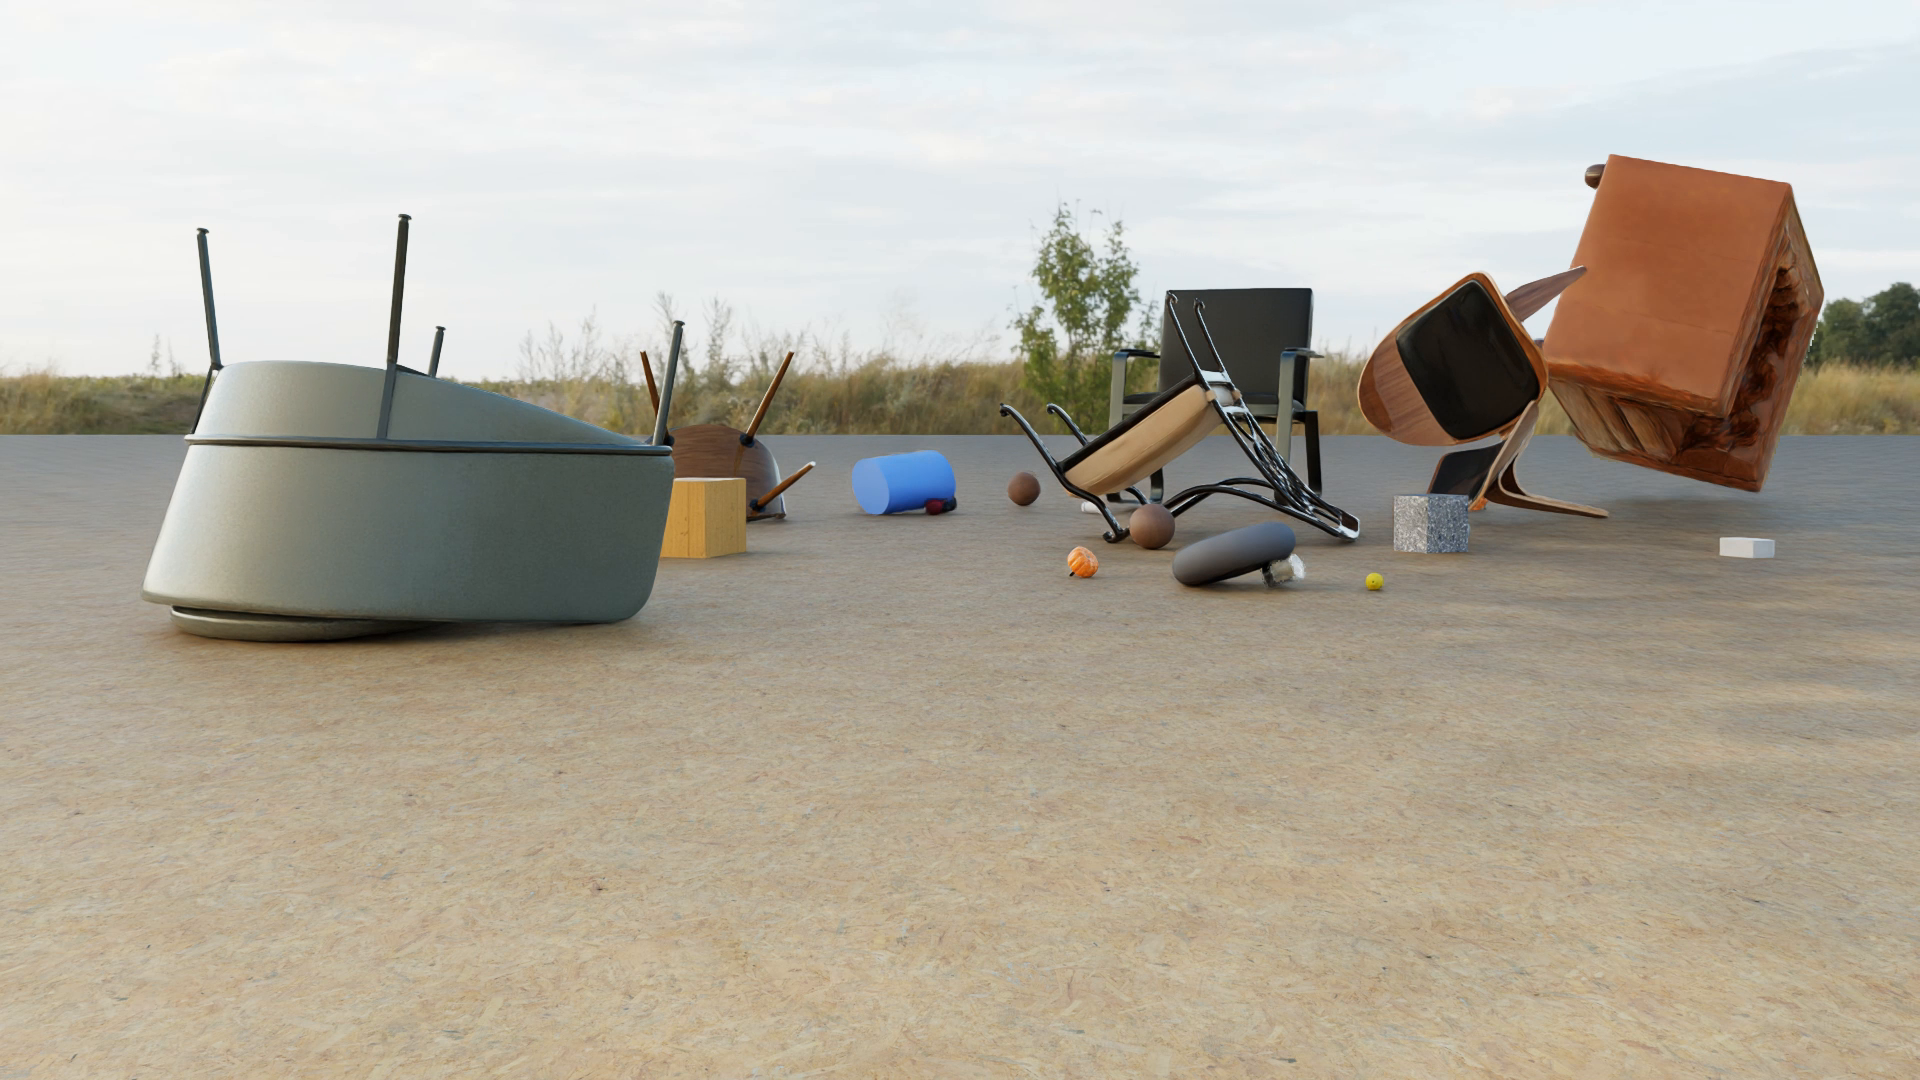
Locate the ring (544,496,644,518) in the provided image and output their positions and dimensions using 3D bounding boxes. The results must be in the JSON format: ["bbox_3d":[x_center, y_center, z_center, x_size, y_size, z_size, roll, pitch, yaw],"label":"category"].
[{"bbox_3d":[-1.219,-0.116,7.673,0.483,0.078,0.200,0,3,6],"label":"ring"}]

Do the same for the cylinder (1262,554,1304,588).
[{"bbox_3d":[0.730,0.070,4.965,0.066,0.058,0.111,-20,-9,22],"label":"cylinder"}]

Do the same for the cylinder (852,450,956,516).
[{"bbox_3d":[-0.203,-0.208,7.915,0.284,0.195,0.249,-9,27,-33],"label":"cylinder"}]

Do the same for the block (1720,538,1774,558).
[{"bbox_3d":[2.116,0.020,5.911,0.074,0.047,0.124,-2,4,-23],"label":"block"}]

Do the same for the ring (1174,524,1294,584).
[{"bbox_3d":[0.624,0.033,5.009,0.283,0.087,0.301,-21,-9,36],"label":"ring"}]

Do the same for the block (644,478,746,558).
[{"bbox_3d":[-0.719,-0.063,5.994,0.179,0.202,0.258,1,4,19],"label":"block"}]

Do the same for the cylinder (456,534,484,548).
[{"bbox_3d":[-1.395,0.002,6.261,0.057,0.032,0.055,19,-9,-41],"label":"cylinder"}]

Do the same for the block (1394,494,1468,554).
[{"bbox_3d":[1.306,-0.047,6.098,0.148,0.155,0.136,-2,5,-30],"label":"block"}]
